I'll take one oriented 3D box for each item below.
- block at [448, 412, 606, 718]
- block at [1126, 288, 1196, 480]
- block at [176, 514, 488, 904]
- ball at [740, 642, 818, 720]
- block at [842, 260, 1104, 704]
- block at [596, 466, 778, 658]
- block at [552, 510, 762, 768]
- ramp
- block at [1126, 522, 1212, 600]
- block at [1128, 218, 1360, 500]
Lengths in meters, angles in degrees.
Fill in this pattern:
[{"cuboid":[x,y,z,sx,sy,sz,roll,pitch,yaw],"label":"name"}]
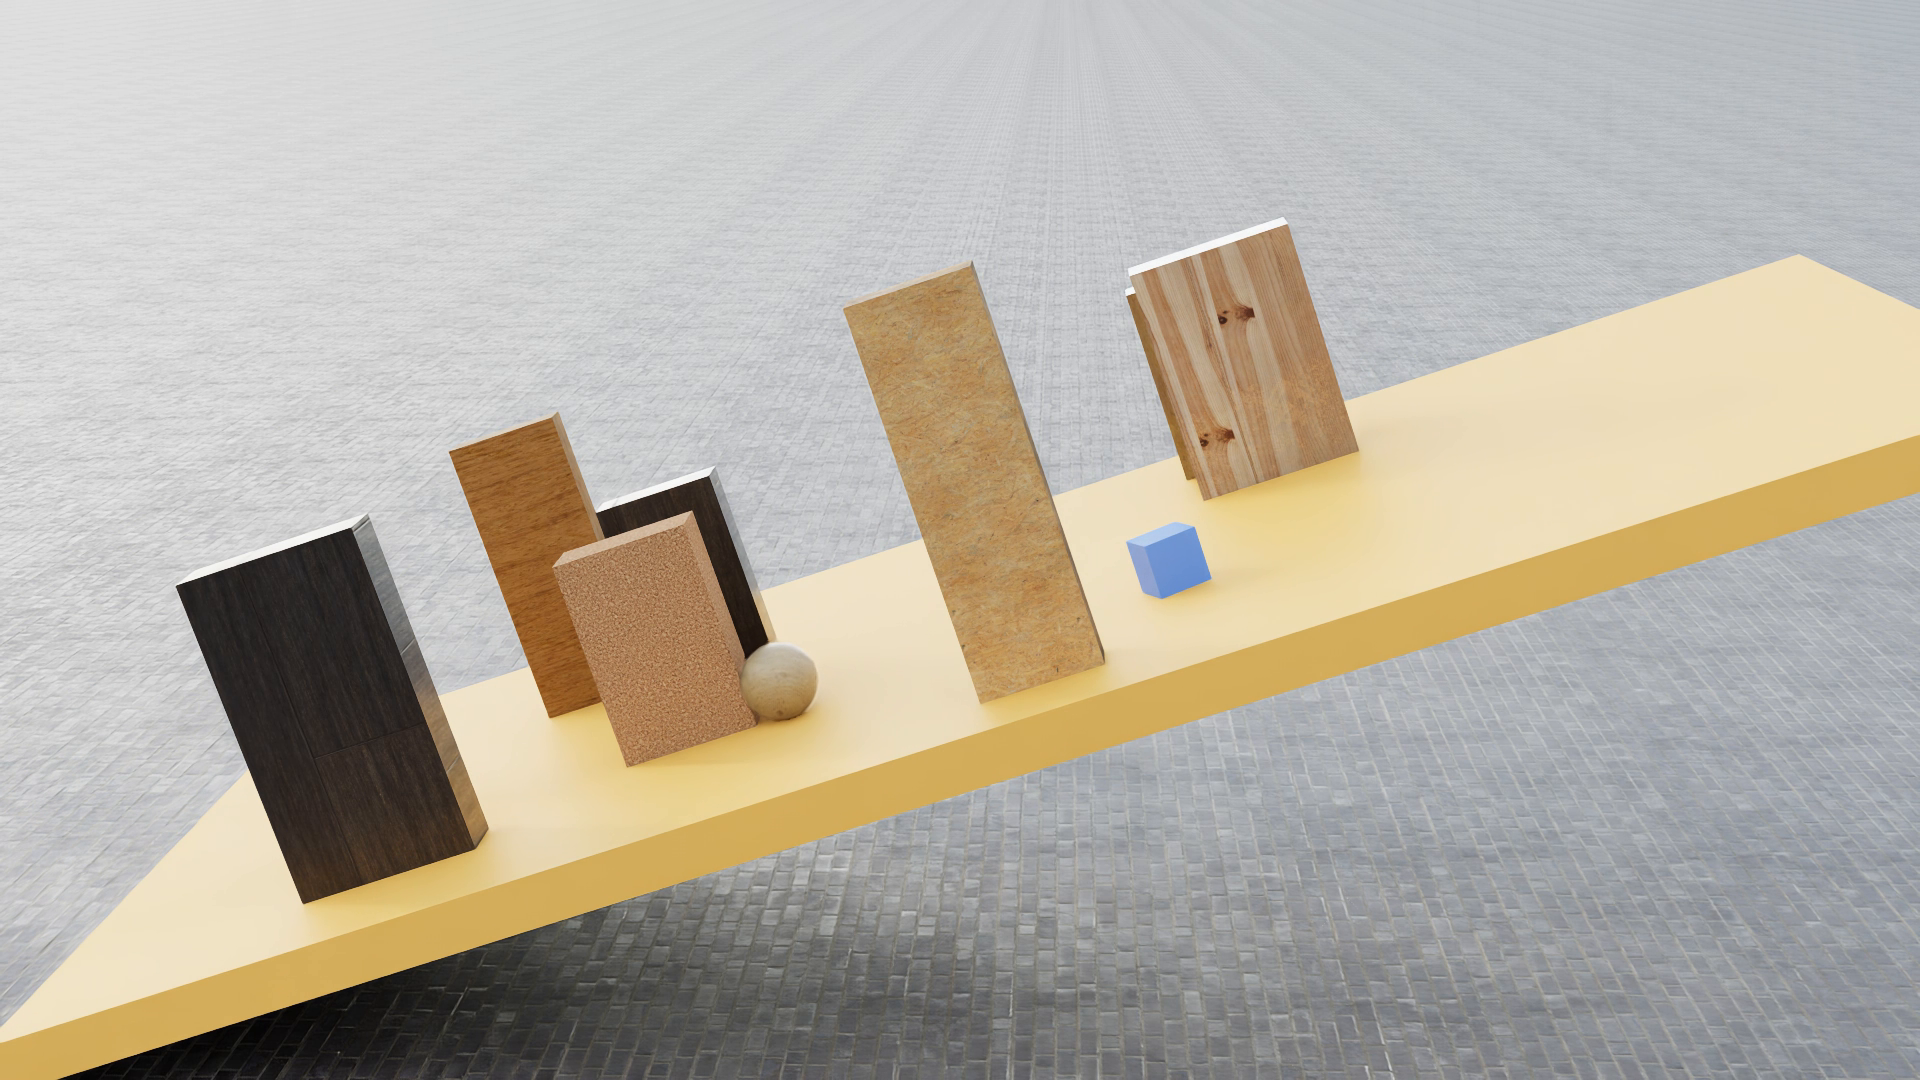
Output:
[{"cuboid":[-0.921,0.058,6.668,0.248,0.651,0.086,-18,11,6],"label":"block"},{"cuboid":[0.599,-0.409,6.895,0.293,0.460,0.111,-18,11,6],"label":"block"},{"cuboid":[-1.223,0.331,5.758,0.365,0.676,0.136,-18,11,6],"label":"block"},{"cuboid":[-0.363,0.282,5.915,0.157,0.157,0.157,0,12,0],"label":"ball"},{"cuboid":[0.030,-0.106,5.483,0.246,0.787,0.105,-18,11,6],"label":"block"},{"cuboid":[-0.570,0.111,6.281,0.255,0.471,0.109,-18,11,6],"label":"block"},{"cuboid":[-0.612,0.201,5.990,0.281,0.439,0.141,-18,11,6],"label":"block"},{"cuboid":[0.106,0.181,6.306,4.000,0.100,2.000,-18,11,6],"label":"ramp"},{"cuboid":[0.418,0.040,5.897,0.112,0.112,0.112,-22,11,-13],"label":"block"},{"cuboid":[0.637,-0.407,6.613,0.366,0.536,0.141,-18,11,6],"label":"block"}]
